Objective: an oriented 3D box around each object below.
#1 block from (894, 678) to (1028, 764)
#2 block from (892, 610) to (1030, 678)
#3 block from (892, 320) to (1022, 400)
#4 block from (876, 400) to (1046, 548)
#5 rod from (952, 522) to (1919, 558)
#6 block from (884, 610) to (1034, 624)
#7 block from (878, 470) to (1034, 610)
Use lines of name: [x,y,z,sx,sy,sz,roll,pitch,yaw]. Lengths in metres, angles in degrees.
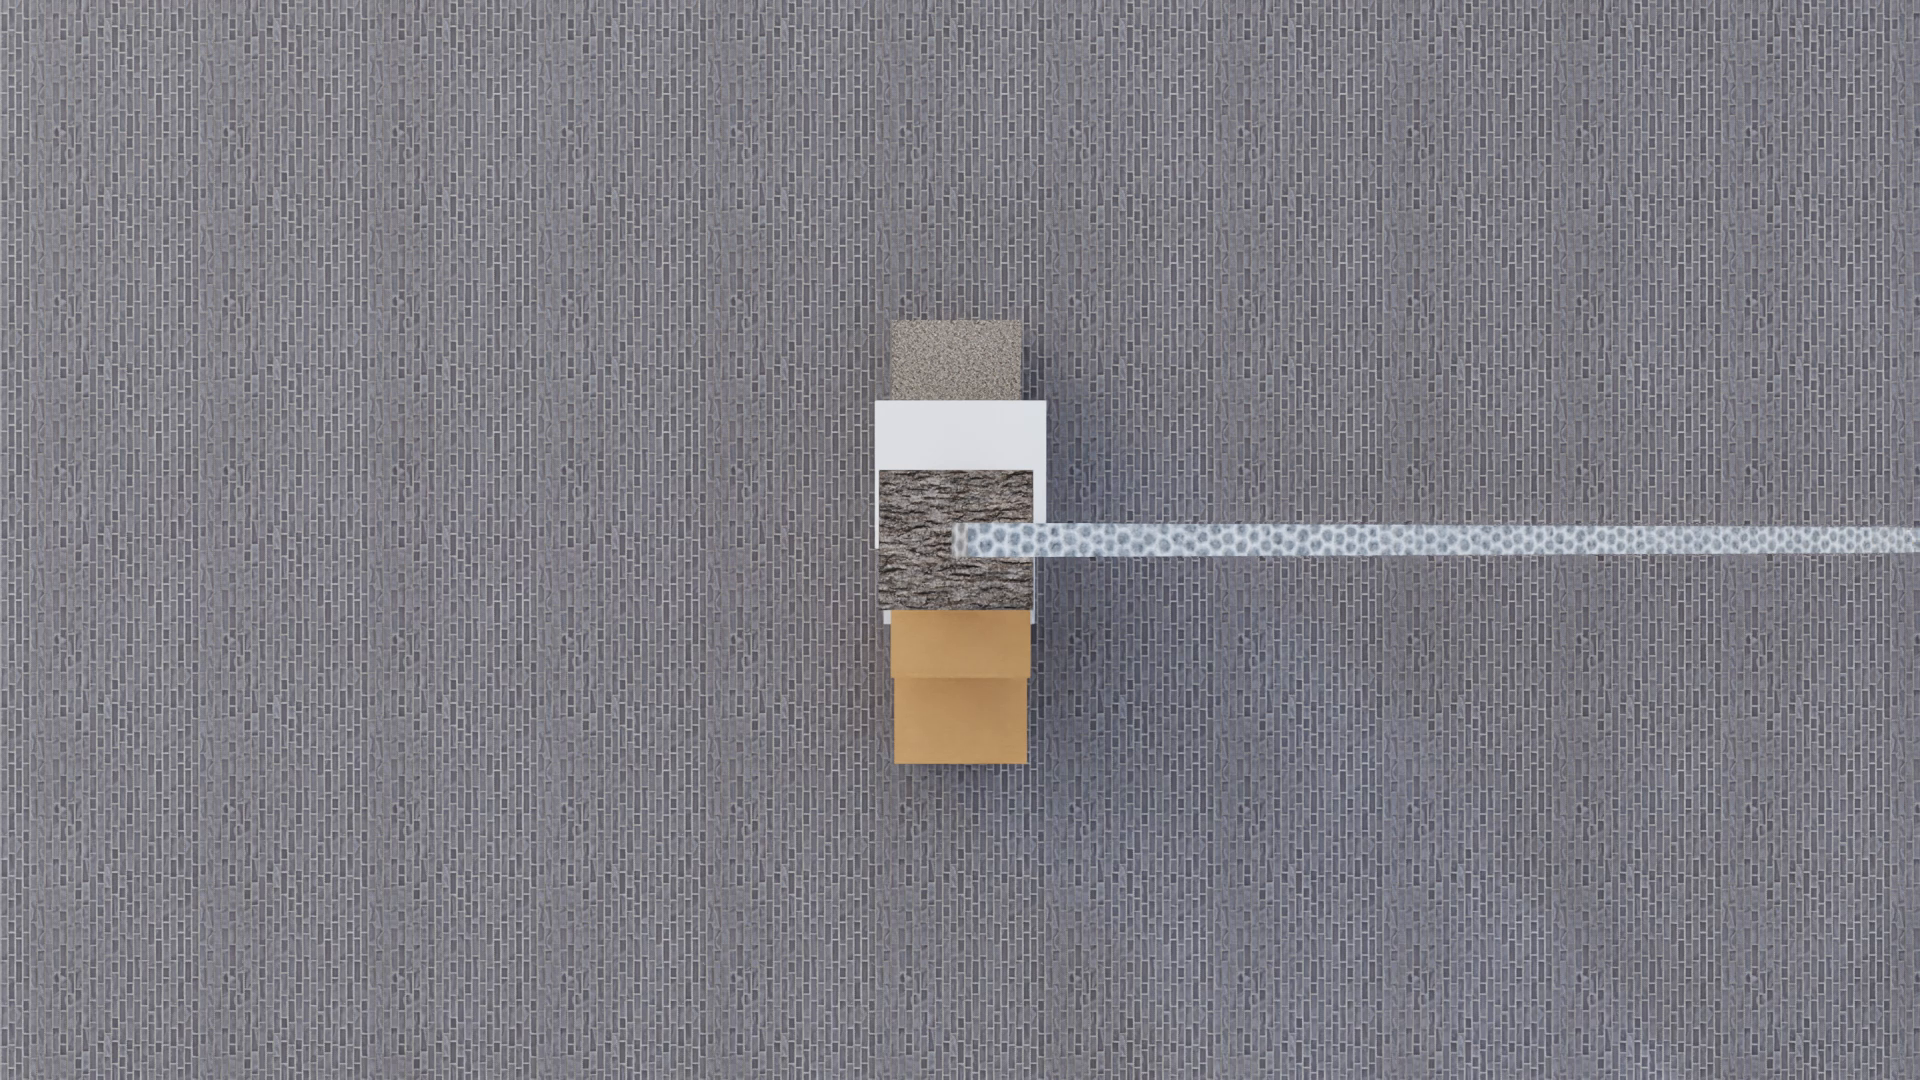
block: [0.004,0.854,12.581,0.733,0.838,0.766,0,90,0]
block: [0.004,0.383,11.710,0.720,0.715,0.659,0,90,0]
block: [-0.019,-0.836,12.679,0.726,0.642,0.800,0,90,0]
block: [0.003,-0.334,11.651,0.874,0.834,0.755,0,90,0]
rod: [2.234,0.000,6.509,5.200,0.080,0.080,0,90,-31]
block: [-0.004,0.017,12.534,0.830,0.932,0.887,0,90,0]
block: [-0.018,0.000,10.330,0.701,0.733,0.638,0,90,0]
